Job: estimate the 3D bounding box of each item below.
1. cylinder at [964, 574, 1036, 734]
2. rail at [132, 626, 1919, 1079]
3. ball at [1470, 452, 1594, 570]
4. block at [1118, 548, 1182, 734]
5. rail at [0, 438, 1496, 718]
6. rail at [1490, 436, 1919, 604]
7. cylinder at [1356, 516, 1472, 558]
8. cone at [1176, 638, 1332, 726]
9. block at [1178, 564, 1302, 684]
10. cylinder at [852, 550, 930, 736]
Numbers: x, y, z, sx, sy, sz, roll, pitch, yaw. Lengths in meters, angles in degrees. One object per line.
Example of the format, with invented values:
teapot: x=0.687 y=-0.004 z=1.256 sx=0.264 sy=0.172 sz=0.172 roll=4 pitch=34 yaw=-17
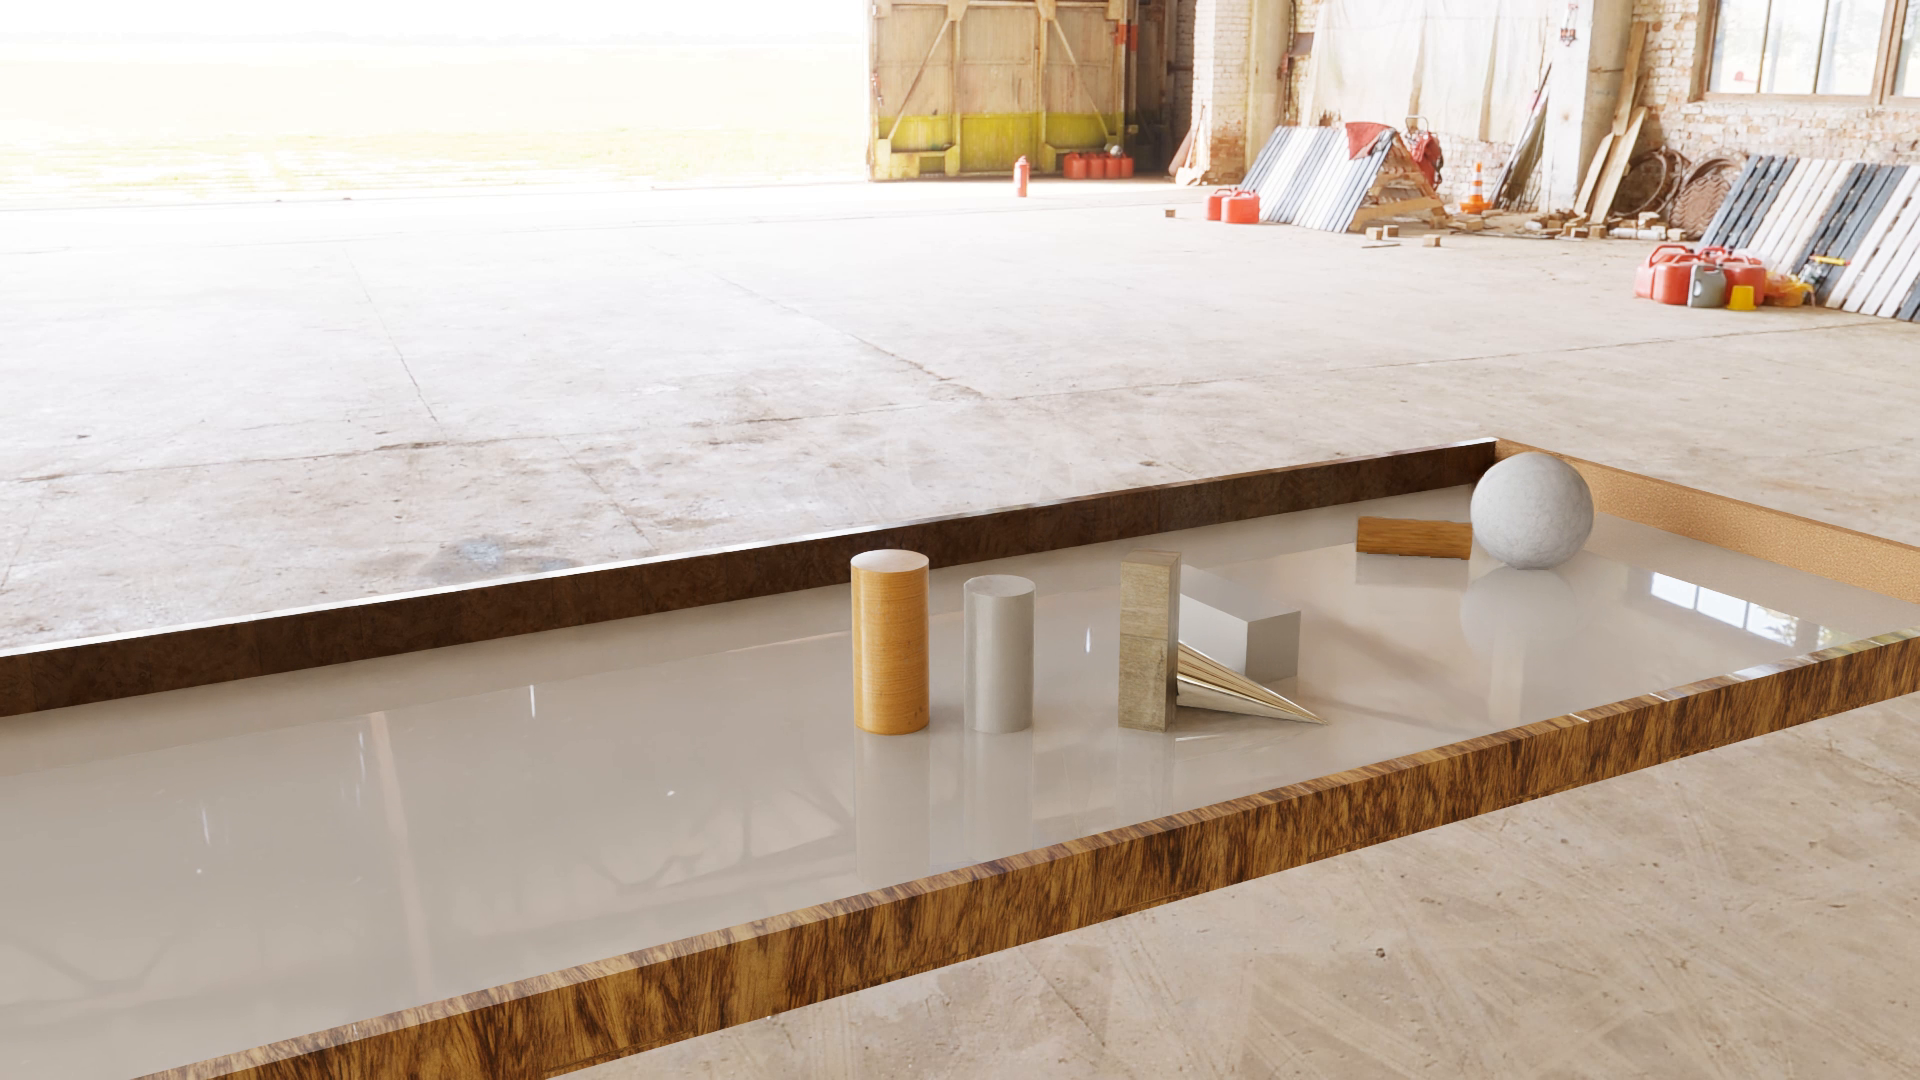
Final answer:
cylinder: x=0.092 y=0.265 z=3.858 sx=0.165 sy=0.335 sz=0.165 roll=0 pitch=16 yaw=0
rail: x=-2.336 y=1.006 z=1.665 sx=12.000 sy=0.150 sz=0.050 roll=-9 pitch=18 yaw=-27
ball: x=1.742 y=-0.089 z=5.026 sx=0.356 sy=0.356 sz=0.356 roll=0 pitch=16 yaw=0
block: x=0.440 y=0.233 z=3.833 sx=0.112 sy=0.408 sz=0.112 roll=6 pitch=19 yaw=20
rail: x=-3.305 y=0.497 z=3.399 sx=12.000 sy=0.150 sz=0.050 roll=-9 pitch=18 yaw=-27
rail: x=2.466 y=-0.048 z=5.253 sx=0.050 sy=0.150 sz=2.100 roll=-9 pitch=18 yaw=-27
cylinder: x=1.425 y=-0.008 z=5.181 sx=0.343 sy=0.114 sz=0.114 roll=4 pitch=17 yaw=13
cone: x=0.673 y=0.370 z=3.940 sx=0.443 sy=0.176 sz=0.176 roll=18 pitch=21 yaw=17
block: x=0.662 y=0.218 z=4.305 sx=0.174 sy=0.174 sz=0.460 roll=-10 pitch=19 yaw=-30
cylinder: x=-0.161 y=0.237 z=3.845 sx=0.179 sy=0.396 sz=0.179 roll=0 pitch=16 yaw=0
